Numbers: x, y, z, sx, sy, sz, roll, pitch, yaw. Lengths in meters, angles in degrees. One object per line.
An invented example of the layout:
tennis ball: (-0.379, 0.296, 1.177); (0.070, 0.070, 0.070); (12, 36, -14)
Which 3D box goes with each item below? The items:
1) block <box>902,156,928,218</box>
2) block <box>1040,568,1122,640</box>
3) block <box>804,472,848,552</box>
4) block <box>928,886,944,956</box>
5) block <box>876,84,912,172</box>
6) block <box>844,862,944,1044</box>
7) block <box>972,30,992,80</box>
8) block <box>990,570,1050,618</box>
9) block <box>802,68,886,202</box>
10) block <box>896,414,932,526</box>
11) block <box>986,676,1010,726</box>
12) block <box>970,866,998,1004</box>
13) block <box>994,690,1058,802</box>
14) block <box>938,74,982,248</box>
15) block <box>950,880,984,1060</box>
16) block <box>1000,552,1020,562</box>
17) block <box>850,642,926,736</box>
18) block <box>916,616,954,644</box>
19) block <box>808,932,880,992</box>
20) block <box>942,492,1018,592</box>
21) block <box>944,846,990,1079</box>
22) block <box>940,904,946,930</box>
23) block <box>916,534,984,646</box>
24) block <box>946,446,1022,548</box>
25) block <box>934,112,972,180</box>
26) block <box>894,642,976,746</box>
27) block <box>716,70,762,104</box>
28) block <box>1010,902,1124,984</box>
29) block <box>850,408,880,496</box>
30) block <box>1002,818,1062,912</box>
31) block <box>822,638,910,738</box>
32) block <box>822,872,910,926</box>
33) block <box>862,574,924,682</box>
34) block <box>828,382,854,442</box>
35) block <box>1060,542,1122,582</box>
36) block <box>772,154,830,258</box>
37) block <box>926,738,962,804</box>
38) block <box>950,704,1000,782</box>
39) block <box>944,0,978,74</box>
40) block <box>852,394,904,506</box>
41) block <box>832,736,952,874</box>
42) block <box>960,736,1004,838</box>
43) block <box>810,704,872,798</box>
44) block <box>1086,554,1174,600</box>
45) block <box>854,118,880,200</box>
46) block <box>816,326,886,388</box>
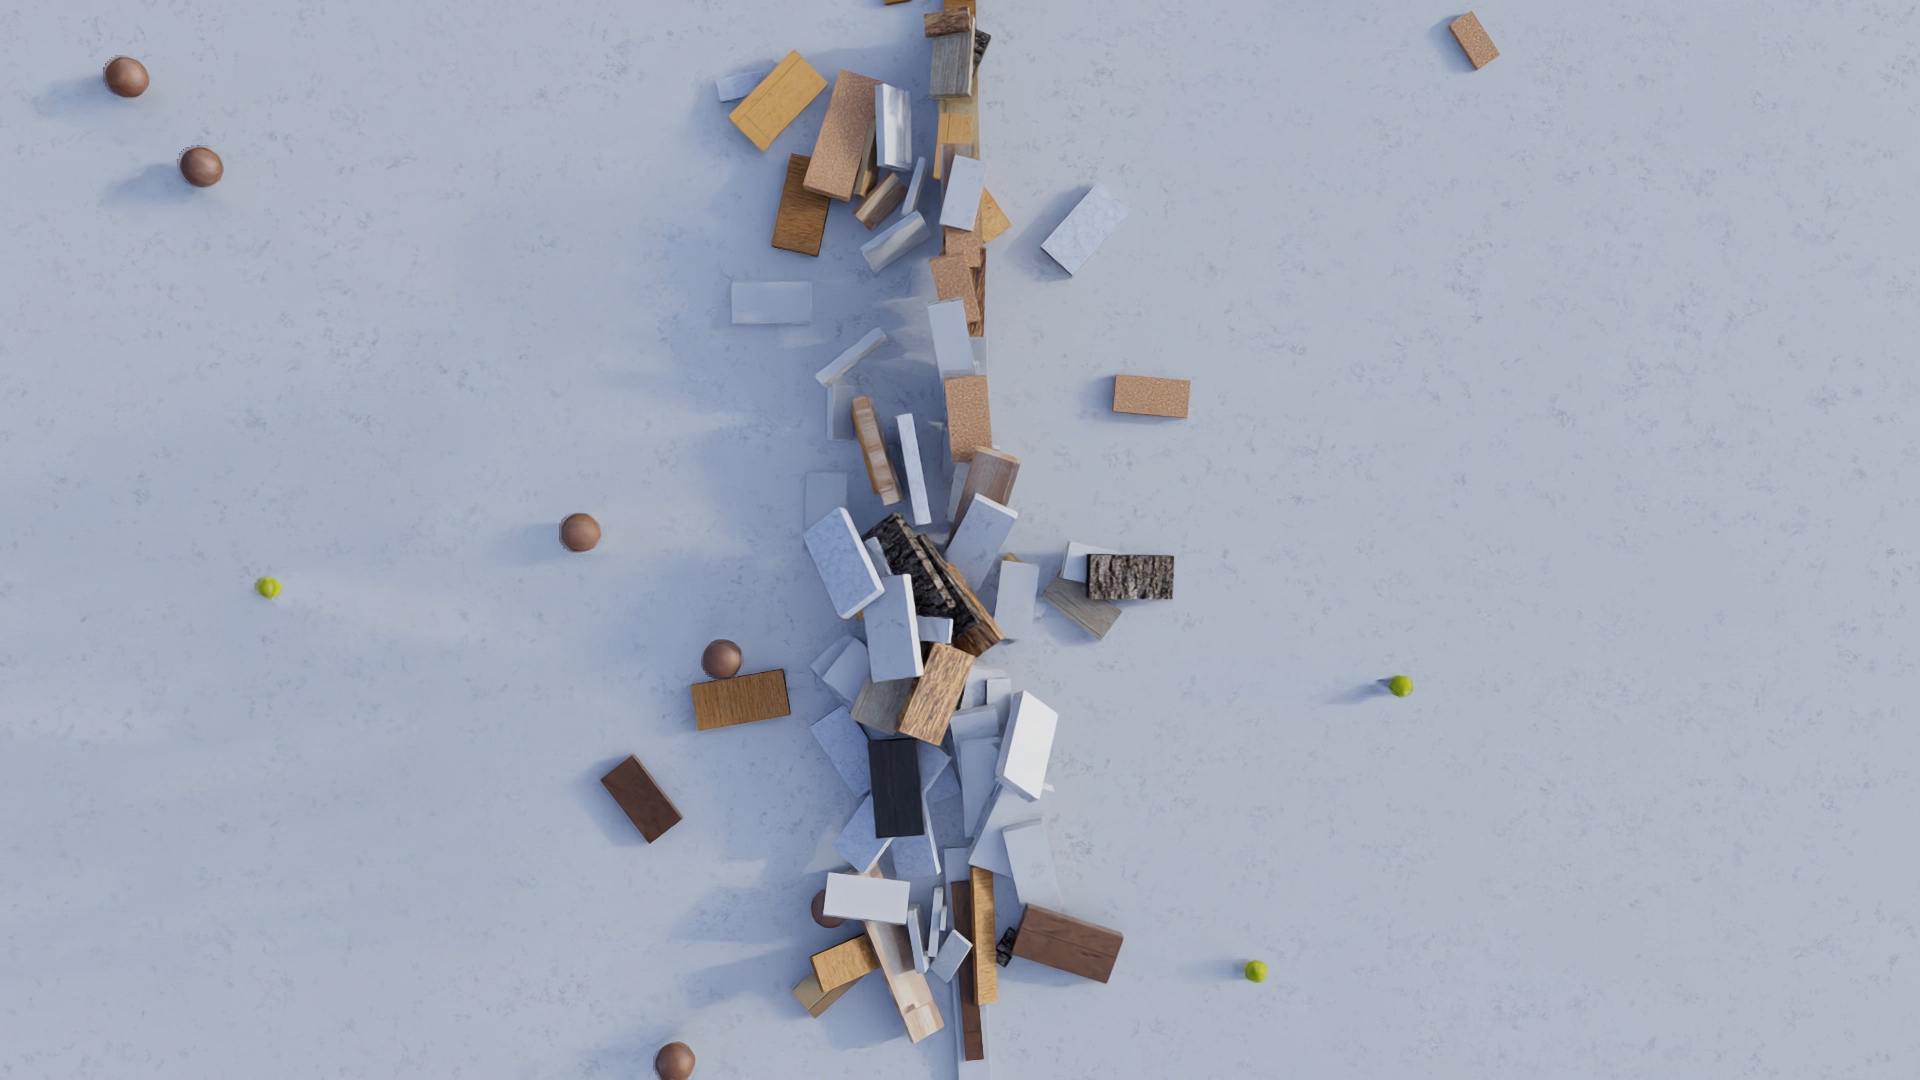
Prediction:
block: (-0.148, -1.160, 5.453); (0.026, 0.093, 0.199); (17, 90, 3)
block: (0.403, 0.213, 5.483); (0.247, 0.035, 0.123); (37, 90, 0)
block: (-0.447, -0.092, 5.481); (0.131, 0.037, 0.263); (2, 90, 0)
block: (-0.080, 1.260, 5.448); (0.029, 0.104, 0.208); (6, 90, 0)
block: (-0.218, -1.358, 5.438); (0.037, 0.131, 0.261); (-1, 90, 40)
block: (-0.222, 1.358, 5.458); (0.121, 0.034, 0.601); (-22, 90, -26)
block: (0.025, -1.583, 5.398); (0.090, 0.026, 0.181); (23, 89, 1)
block: (0.198, 0.181, 5.492); (0.208, 0.016, 0.058); (33, 90, 0)
block: (-0.381, -1.335, 5.447); (0.156, 0.044, 0.417); (17, 81, 0)
block: (-0.150, -0.228, 5.410); (0.051, 0.180, 0.360); (-10, 90, -1)
block: (0.124, 0.531, 5.422); (0.080, 0.023, 0.159); (-3, 105, -12)
block: (0.078, 1.303, 5.455); (0.080, 0.023, 0.447); (0, 86, -36)
block: (0.217, 0.668, 5.352); (0.163, 0.046, 0.327); (37, 49, -26)
block: (-0.001, -1.278, 5.423); (0.131, 0.037, 0.829); (-2, 89, 1)
block: (0.024, 1.426, 5.462); (0.060, 0.017, 0.590); (-5, 90, 0)
block: (0.185, 0.090, 5.493); (0.097, 0.014, 0.049); (45, 90, 0)
block: (-0.224, 0.463, 5.357); (0.157, 0.044, 0.313); (23, 84, 4)
block: (-0.100, 0.286, 5.295); (0.156, 0.022, 0.078); (5, 87, 25)
block: (-0.365, 1.383, 5.428); (0.241, 0.034, 0.121); (-18, 86, -26)
block: (0.055, 0.008, 5.394); (0.152, 0.043, 0.304); (26, 118, -3)
block: (0.026, 1.429, 5.485); (0.104, 0.029, 0.815); (-4, 90, 0)
block: (-0.054, 1.243, 5.440); (0.017, 0.121, 0.060); (5, 90, 0)
block: (-0.090, 0.169, 5.386); (0.172, 0.049, 0.344); (-38, 82, 25)
block: (0.076, -0.117, 5.377); (0.152, 0.043, 0.372); (18, 118, 2)
block: (-0.023, -1.282, 5.390); (0.106, 0.030, 0.212); (6, 89, 1)
block: (-0.081, 0.493, 5.336); (0.157, 0.044, 0.313); (24, 85, -25)
block: (-0.731, -1.508, 5.489); (0.149, 0.021, 0.074); (-13, 90, 0)
block: (0.353, 1.333, 5.450); (0.337, 0.048, 0.168); (19, 97, -6)
block: (-0.307, -0.296, 5.450); (0.022, 0.078, 0.296); (-15, 94, 4)
block: (0.237, 1.075, 5.425); (0.135, 0.038, 0.324); (-13, 110, -1)
block: (-0.262, 0.493, 5.401); (0.344, 0.049, 0.172); (38, 86, 5)
block: (-0.304, 1.170, 5.378); (0.269, 0.038, 0.135); (8, 67, -4)
block: (-0.220, 0.285, 5.297); (0.163, 0.046, 0.327); (-11, 83, 26)
block: (-0.395, -0.423, 5.458); (0.093, 0.026, 0.186); (0, 90, -45)
block: (0.464, 0.090, 5.456); (0.247, 0.035, 0.123); (12, 90, -13)
block: (-0.516, -1.112, 5.478); (0.156, 0.044, 0.311); (12, 90, 0)
block: (-0.108, 0.726, 5.480); (0.142, 0.040, 0.283); (-19, 90, 0)
block: (0.064, 0.700, 5.429); (0.153, 0.043, 0.307); (-10, 109, 0)
block: (0.006, -1.515, 5.462); (0.106, 0.030, 1.079); (-1, 89, 1)
block: (-0.266, -0.292, 5.408); (0.051, 0.180, 0.360); (-17, 90, 4)
block: (-0.225, 0.860, 5.417); (0.144, 0.041, 0.481); (37, 94, 21)
block: (0.092, 0.812, 5.420); (0.168, 0.048, 0.337); (-4, 109, -2)
block: (-0.362, 0.698, 5.480); (0.142, 0.040, 0.284); (-34, 90, 0)
block: (0.561, 0.121, 5.440); (0.288, 0.041, 0.144); (1, 92, -12)
block: (-0.292, -1.255, 5.453); (0.026, 0.090, 0.254); (13, 90, 24)
block: (-0.360, -0.602, 5.434); (0.263, 0.131, 0.037); (-39, 90, 0)
